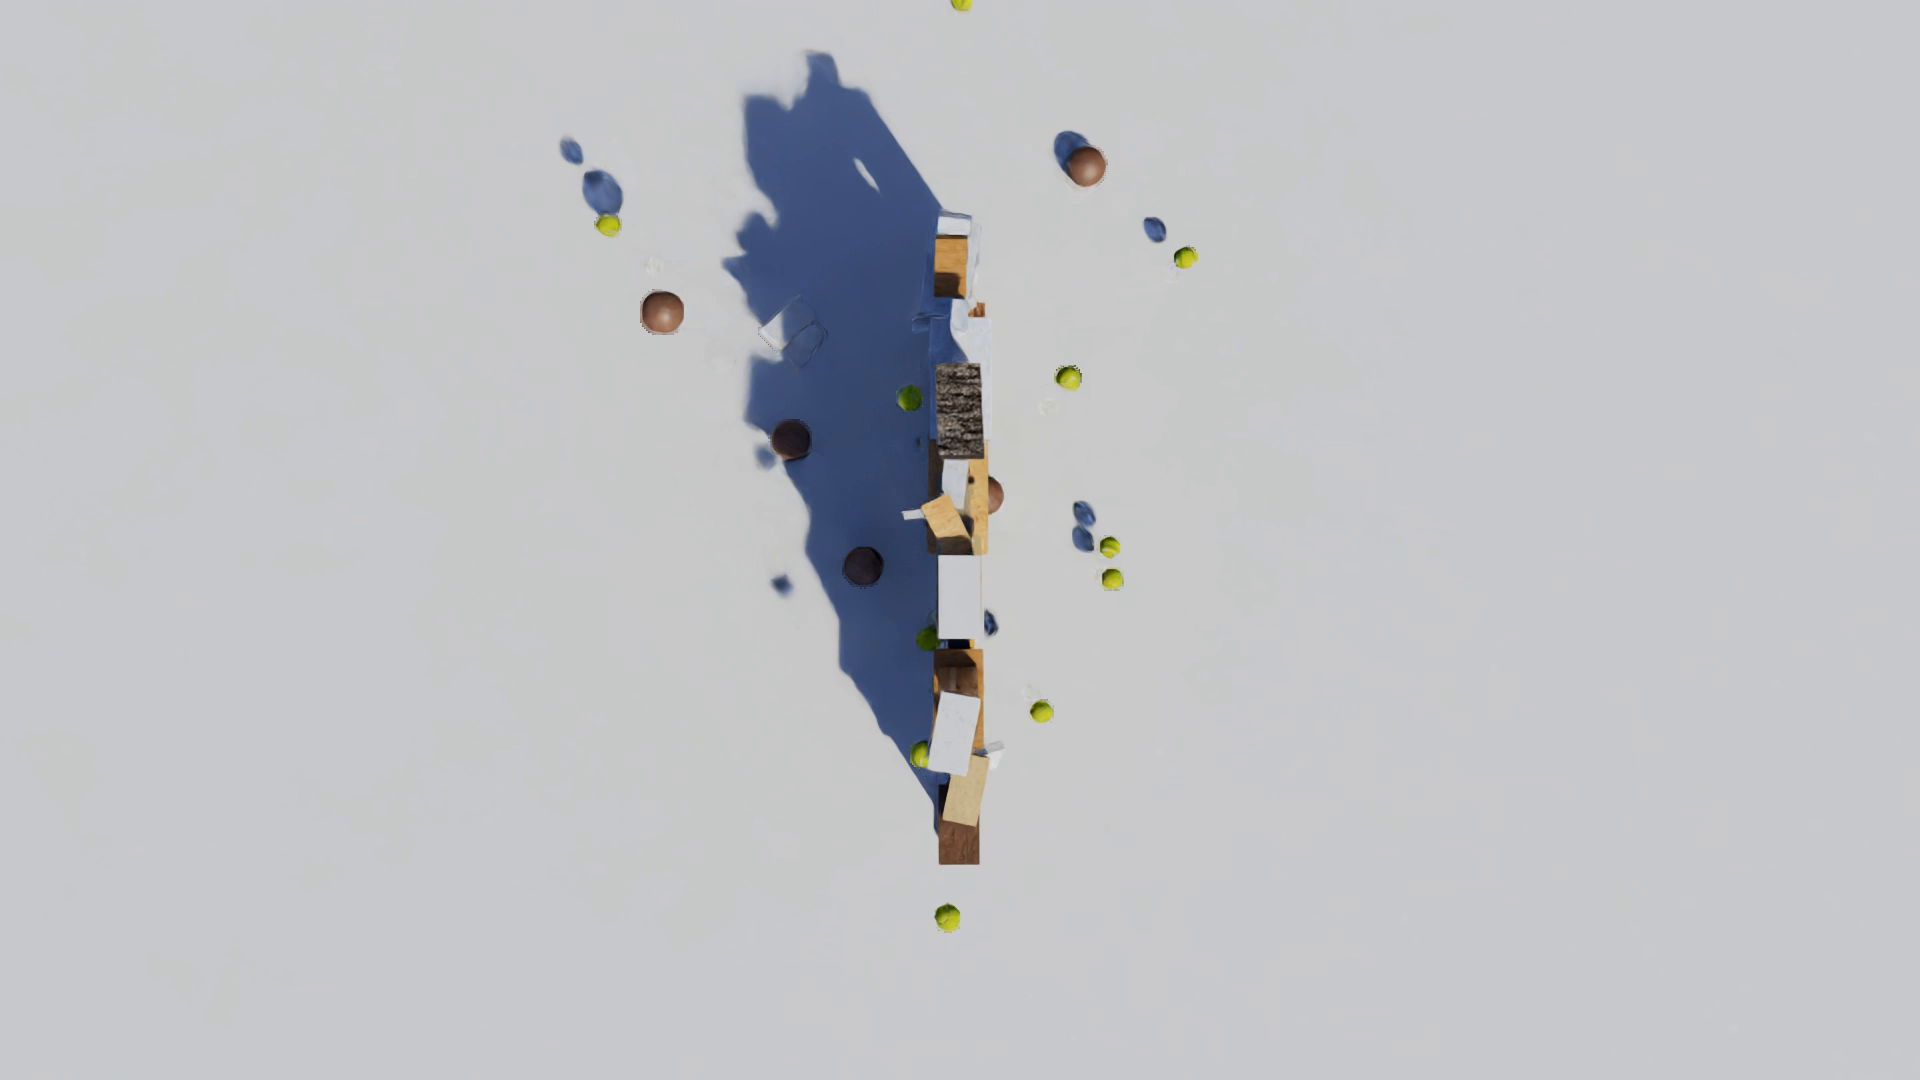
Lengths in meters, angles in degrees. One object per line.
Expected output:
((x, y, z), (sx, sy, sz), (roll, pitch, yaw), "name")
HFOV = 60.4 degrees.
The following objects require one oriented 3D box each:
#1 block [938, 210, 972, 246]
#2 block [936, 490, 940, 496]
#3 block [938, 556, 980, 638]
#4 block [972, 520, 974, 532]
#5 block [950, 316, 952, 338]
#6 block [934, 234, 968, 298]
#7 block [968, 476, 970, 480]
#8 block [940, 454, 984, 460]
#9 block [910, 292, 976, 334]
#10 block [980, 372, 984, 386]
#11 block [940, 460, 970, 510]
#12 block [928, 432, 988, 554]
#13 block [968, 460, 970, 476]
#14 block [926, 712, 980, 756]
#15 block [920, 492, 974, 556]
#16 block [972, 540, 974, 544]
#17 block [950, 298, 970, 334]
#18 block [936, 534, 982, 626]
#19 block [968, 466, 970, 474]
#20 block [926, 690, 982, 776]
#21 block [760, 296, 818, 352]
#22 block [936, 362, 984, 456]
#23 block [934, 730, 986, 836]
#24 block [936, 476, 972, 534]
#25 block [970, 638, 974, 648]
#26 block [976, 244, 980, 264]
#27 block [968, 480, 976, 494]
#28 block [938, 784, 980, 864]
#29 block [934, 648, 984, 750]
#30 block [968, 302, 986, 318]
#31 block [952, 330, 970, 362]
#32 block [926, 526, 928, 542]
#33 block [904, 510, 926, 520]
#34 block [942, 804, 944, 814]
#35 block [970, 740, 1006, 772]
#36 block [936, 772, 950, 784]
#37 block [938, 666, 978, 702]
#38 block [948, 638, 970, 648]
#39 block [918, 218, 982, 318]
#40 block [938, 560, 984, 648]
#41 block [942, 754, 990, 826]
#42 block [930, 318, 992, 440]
((-0.019, -0.852, 4.705), (0.090, 0.181, 0.026), (8, 48, 1), "block")
((-0.029, -0.133, 4.497), (0.065, 0.131, 0.018), (-16, 90, 3), "block")
((-0.001, 0.147, 4.260), (0.107, 0.030, 0.214), (0, 90, 0), "block")
((-0.006, -0.039, 4.679), (0.091, 0.182, 0.026), (1, 95, 2), "block")
((-0.002, -0.600, 4.509), (0.047, 0.013, 0.095), (5, 89, 0), "block")
((-0.026, -0.780, 4.710), (0.090, 0.026, 0.181), (3, 124, 2), "block")
((-0.001, -0.197, 4.718), (0.057, 0.114, 0.016), (3, 116, 0), "block")
((0.007, -0.240, 4.466), (0.117, 0.357, 0.033), (0, 94, 0), "block")
((-0.047, -0.684, 4.963), (0.143, 0.285, 0.040), (-11, 106, 15), "block")
((0.001, -0.418, 4.399), (0.117, 0.235, 0.033), (-3, 90, 0), "block")
((-0.016, -0.151, 4.422), (0.065, 0.018, 0.131), (6, 85, 5), "block")
((-0.005, -0.135, 4.798), (0.176, 0.050, 0.352), (1, 90, 0), "block")
((-0.001, -0.221, 4.654), (0.057, 0.016, 0.114), (4, 92, 0), "block")
((-0.018, 0.519, 4.415), (0.105, 0.210, 0.030), (20, 124, 0), "block")
((-0.033, -0.035, 4.316), (0.079, 0.022, 0.158), (-26, 92, 1), "block")
((-0.002, 0.009, 4.410), (0.079, 0.158, 0.022), (0, 90, 0), "block")
((0.000, -0.607, 4.483), (0.047, 0.013, 0.095), (7, 74, -1), "block")
((-0.003, 0.109, 4.507), (0.123, 0.035, 0.247), (0, 90, 0), "block")
((-0.005, -0.194, 4.542), (0.065, 0.208, 0.018), (2, 91, 0), "block")
((-0.016, 0.502, 4.296), (0.105, 0.030, 0.210), (10, 96, -1), "block")
((-0.542, -0.688, 5.235), (0.090, 0.026, 0.181), (47, 59, -9), "block")
((-0.001, -0.338, 4.267), (0.117, 0.033, 0.235), (-2, 92, 0), "block")
((-0.001, 0.759, 5.152), (0.162, 0.046, 0.325), (0, 90, 0), "block")
((-0.016, -0.090, 4.575), (0.091, 0.026, 0.182), (-4, 90, 2), "block")
((0.003, 0.352, 5.000), (0.082, 0.023, 0.165), (0, 90, 0), "block")
((-0.012, -0.897, 5.062), (0.143, 0.458, 0.040), (1, 92, 1), "block")
((-0.005, -0.153, 4.680), (0.091, 0.182, 0.026), (4, 98, 2), "block")
((-0.003, 0.835, 4.871), (0.121, 0.034, 0.241), (0, 90, 0), "block")
((-0.004, 0.436, 4.530), (0.136, 0.039, 0.273), (0, 90, 0), "block")
((-0.004, -0.569, 5.143), (0.167, 0.047, 0.333), (0, 90, 0), "block")
((0.002, -0.534, 4.495), (0.047, 0.013, 0.095), (-3, 98, -4), "block")
((-0.007, -0.016, 5.066), (0.176, 0.488, 0.050), (0, 90, 0), "block")
((-0.082, -0.072, 4.449), (0.079, 0.232, 0.022), (-7, 90, 14), "block")
((-0.002, 0.783, 4.741), (0.097, 0.225, 0.028), (0, 75, 0), "block")
((0.067, 0.629, 4.726), (0.097, 0.194, 0.028), (-14, 68, -14), "block")
((-0.001, 0.580, 4.841), (0.134, 0.038, 0.268), (0, 90, 0), "block")
((-0.005, 0.391, 4.405), (0.105, 0.210, 0.030), (-3, 106, 1), "block")
((-0.003, 0.283, 4.651), (0.061, 0.017, 0.121), (-1, 89, 1), "block")
((-0.030, -0.786, 4.799), (0.143, 0.040, 0.285), (9, 84, 2), "block")
((0.002, 0.207, 5.196), (0.142, 0.040, 0.284), (0, 90, 0), "block")
((0.017, 0.694, 4.612), (0.097, 0.028, 0.194), (12, 93, -1), "block")
((0.002, -0.442, 4.540), (0.167, 0.047, 0.334), (0, 90, 0), "block")
